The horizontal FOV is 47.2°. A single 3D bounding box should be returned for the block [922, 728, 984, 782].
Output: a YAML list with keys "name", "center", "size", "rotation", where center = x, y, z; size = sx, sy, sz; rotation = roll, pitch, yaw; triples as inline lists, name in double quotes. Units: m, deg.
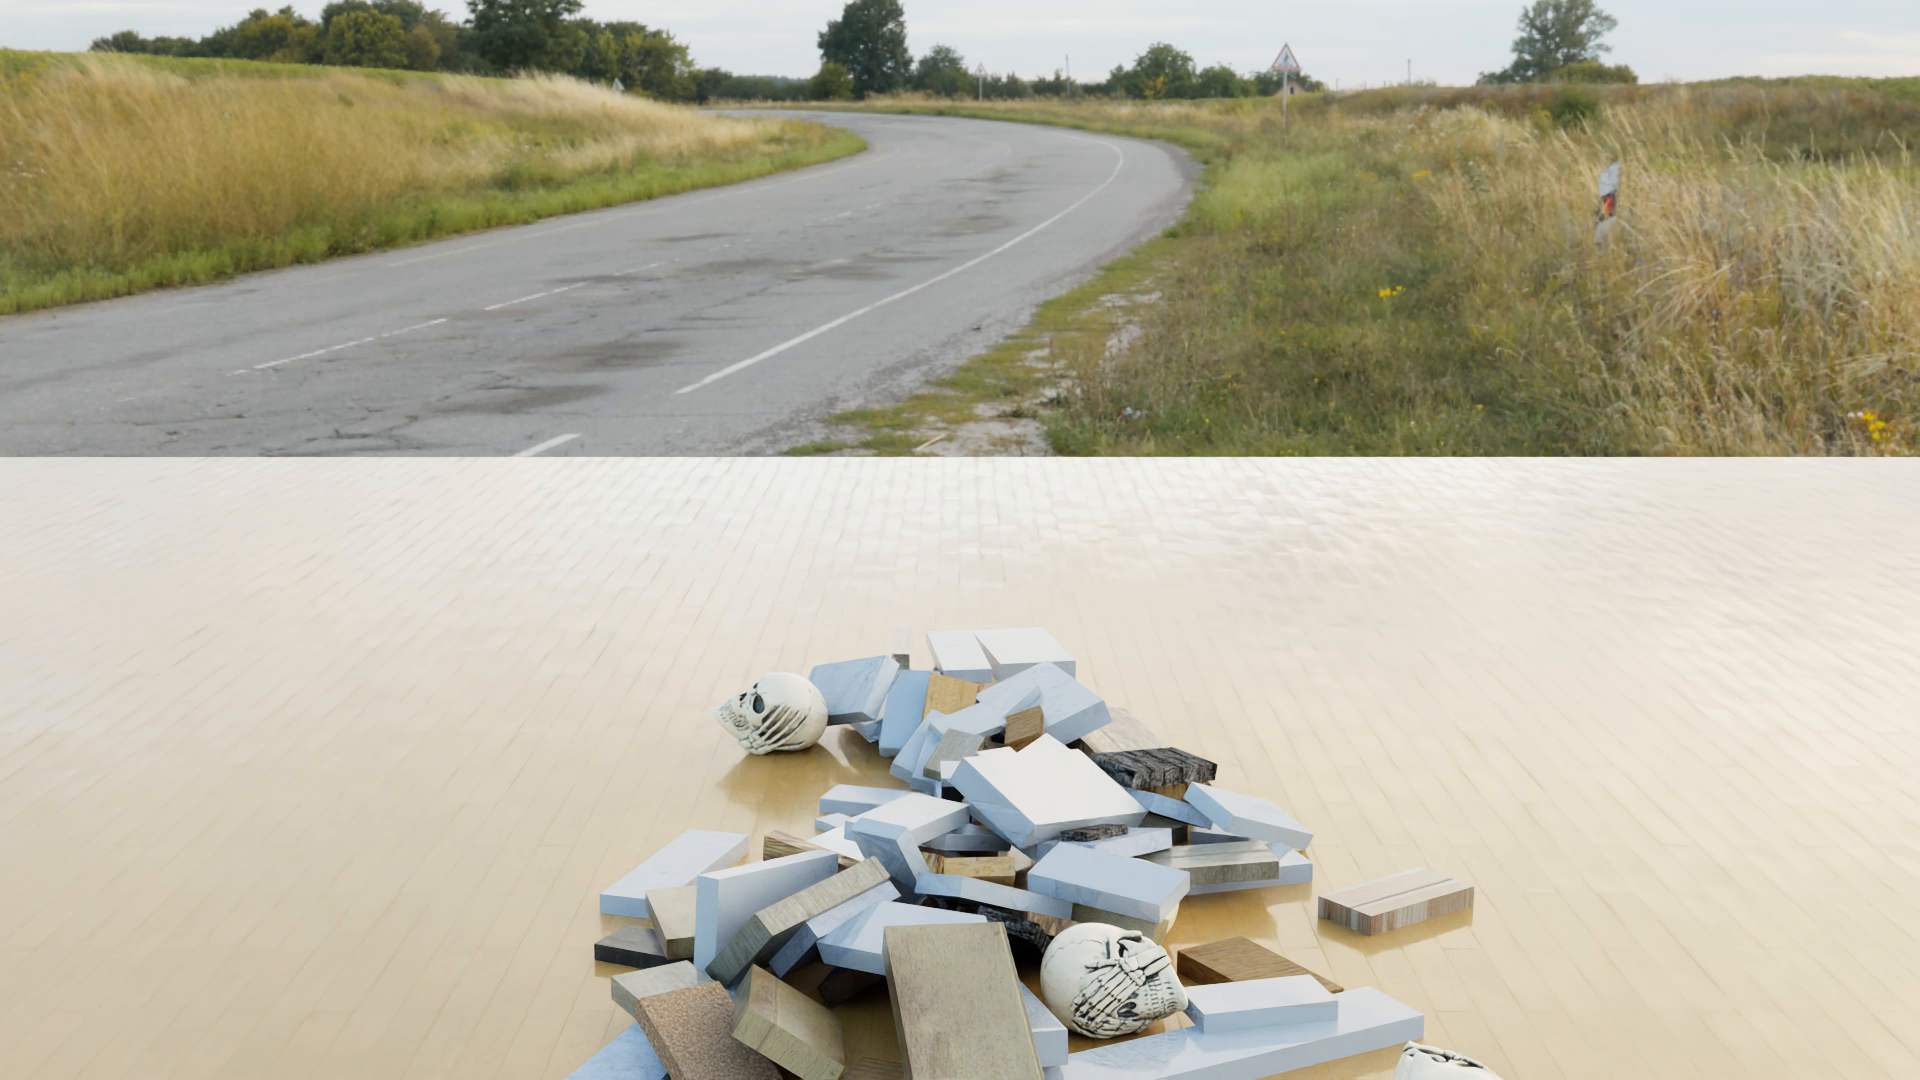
- name: "block"
  center: [-0.011, 0.410, 4.161]
  size: [0.074, 0.021, 0.148]
  rotation: [13, 29, 14]

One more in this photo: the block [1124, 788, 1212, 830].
- name: "block"
  center: [0.366, 0.479, 3.937]
  size: [0.115, 0.033, 0.230]
  rotation: [18, -6, -10]

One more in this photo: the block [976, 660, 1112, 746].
- name: "block"
  center: [0.164, 0.343, 4.486]
  size: [0.178, 0.050, 0.355]
  rotation: [-25, 16, -11]

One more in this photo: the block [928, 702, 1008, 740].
- name: "block"
  center: [0.015, 0.364, 4.301]
  size: [0.143, 0.020, 0.072]
  rotation: [-18, 46, -39]

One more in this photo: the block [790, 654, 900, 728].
- name: "block"
  center: [-0.243, 0.318, 4.589]
  size: [0.038, 0.134, 0.277]
  rotation: [36, -27, -27]

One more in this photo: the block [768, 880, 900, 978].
- name: "block"
  center: [-0.185, 0.580, 3.280]
  size: [0.030, 0.105, 0.210]
  rotation: [50, 32, 15]

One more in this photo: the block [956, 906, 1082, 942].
- name: "block"
  center: [0.088, 0.588, 3.377]
  size: [0.099, 0.028, 0.199]
  rotation: [17, -15, -30]

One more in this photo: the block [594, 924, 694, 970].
- name: "block"
  center: [-0.459, 0.631, 3.376]
  size: [0.184, 0.026, 0.092]
  rotation: [5, 12, 25]

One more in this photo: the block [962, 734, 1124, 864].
- name: "block"
  center: [0.149, 0.450, 3.851]
  size: [0.177, 0.050, 0.389]
  rotation: [34, 18, 13]

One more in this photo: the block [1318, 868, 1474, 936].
- name: "block"
  center: [0.712, 0.588, 3.587]
  size: [0.240, 0.033, 0.117]
  rotation: [-8, 13, -35]

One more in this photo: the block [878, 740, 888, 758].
- name: "block"
  center: [-0.117, 0.388, 4.573]
  size: [0.115, 0.033, 0.230]
  rotation: [-19, 12, -2]

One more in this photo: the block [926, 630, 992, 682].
- name: "block"
  center: [-0.004, 0.263, 4.989]
  size: [0.107, 0.030, 0.383]
  rotation: [-1, 11, -6]

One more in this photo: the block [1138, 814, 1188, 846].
- name: "block"
  center: [0.296, 0.517, 3.980]
  size: [0.106, 0.030, 0.212]
  rotation: [-10, 14, -43]

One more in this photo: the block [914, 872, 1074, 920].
- name: "block"
  center: [0.052, 0.543, 3.339]
  size: [0.220, 0.031, 0.110]
  rotation: [19, -16, -36]

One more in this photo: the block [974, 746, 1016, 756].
- name: "block"
  center: [0.134, 0.459, 3.939]
  size: [0.235, 0.033, 0.117]
  rotation: [39, 20, 26]

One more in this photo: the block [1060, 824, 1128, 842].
- name: "block"
  center: [0.222, 0.482, 3.622]
  size: [0.054, 0.015, 0.109]
  rotation: [-5, -2, 42]

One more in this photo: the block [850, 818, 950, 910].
- name: "block"
  center: [-0.087, 0.529, 3.432]
  size: [0.105, 0.210, 0.030]
  rotation: [5, 39, 44]

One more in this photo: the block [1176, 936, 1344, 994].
- name: "block"
  center: [0.441, 0.650, 3.251]
  size: [0.121, 0.034, 0.242]
  rotation: [-6, 12, -30]

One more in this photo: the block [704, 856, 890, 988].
- name: "block"
  center: [-0.237, 0.564, 3.249]
  size: [0.041, 0.144, 0.287]
  rotation: [50, 32, 15]

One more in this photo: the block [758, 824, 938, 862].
- name: "block"
  center: [-0.188, 0.545, 3.699]
  size: [0.177, 0.050, 0.354]
  rotation: [5, 7, 25]

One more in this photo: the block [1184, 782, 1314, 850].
- name: "block"
  center: [0.506, 0.484, 3.850]
  size: [0.230, 0.033, 0.115]
  rotation: [18, 13, -43]

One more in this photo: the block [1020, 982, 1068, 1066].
- name: "block"
  center: [0.030, 0.662, 3.021]
  size: [0.164, 0.046, 0.328]
  rotation: [-2, 2, -11]

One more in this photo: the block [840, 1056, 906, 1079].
- name: "block"
  center: [-0.113, 0.740, 2.735]
  size: [0.164, 0.046, 0.328]
  rotation: [4, 11, 21]

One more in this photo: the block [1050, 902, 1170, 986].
- name: "block"
  center: [0.219, 0.599, 3.340]
  size: [0.199, 0.099, 0.028]
  rotation: [10, -10, 44]

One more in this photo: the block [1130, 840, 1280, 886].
- name: "block"
  center: [0.343, 0.543, 3.655]
  size: [0.355, 0.031, 0.110]
  rotation: [-3, 11, -8]

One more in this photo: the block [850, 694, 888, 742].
- name: "block"
  center: [-0.165, 0.356, 4.619]
  size: [0.134, 0.038, 0.267]
  rotation: [-21, 12, -12]

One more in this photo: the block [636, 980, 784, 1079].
- name: "block"
  center: [-0.323, 0.677, 2.881]
  size: [0.119, 0.034, 0.238]
  rotation: [-7, 33, -31]

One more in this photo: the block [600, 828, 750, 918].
- name: "block"
  center: [-0.479, 0.563, 3.726]
  size: [0.114, 0.032, 0.355]
  rotation: [3, 11, 17]

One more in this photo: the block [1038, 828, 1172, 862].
- name: "block"
  center: [0.241, 0.505, 3.640]
  size: [0.114, 0.032, 0.228]
  rotation: [-4, -2, 38]

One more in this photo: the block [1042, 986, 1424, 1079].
- name: "block"
  center: [0.350, 0.699, 2.991]
  size: [0.616, 0.034, 0.121]
  rotation: [-6, 12, -28]

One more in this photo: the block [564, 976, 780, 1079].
- name: "block"
  center: [-0.395, 0.691, 3.035]
  size: [0.119, 0.034, 0.447]
  rotation: [4, 11, 19]

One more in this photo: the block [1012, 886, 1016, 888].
- name: "block"
  center: [0.097, 0.588, 3.542]
  size: [0.015, 0.054, 0.109]
  rotation: [-44, 11, 4]

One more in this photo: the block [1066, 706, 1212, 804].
- name: "block"
  center: [0.319, 0.422, 4.352]
  size: [0.178, 0.050, 0.540]
  rotation: [5, 10, -14]

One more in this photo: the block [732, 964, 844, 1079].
- name: "block"
  center: [-0.228, 0.646, 2.926]
  size: [0.144, 0.041, 0.287]
  rotation: [32, -2, -4]

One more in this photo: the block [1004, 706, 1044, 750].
- name: "block"
  center: [0.126, 0.370, 4.313]
  size: [0.072, 0.020, 0.143]
  rotation: [-20, 16, 9]

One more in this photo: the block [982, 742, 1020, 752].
- name: "block"
  center: [0.111, 0.442, 4.320]
  size: [0.107, 0.030, 0.214]
  rotation: [8, 8, -8]
